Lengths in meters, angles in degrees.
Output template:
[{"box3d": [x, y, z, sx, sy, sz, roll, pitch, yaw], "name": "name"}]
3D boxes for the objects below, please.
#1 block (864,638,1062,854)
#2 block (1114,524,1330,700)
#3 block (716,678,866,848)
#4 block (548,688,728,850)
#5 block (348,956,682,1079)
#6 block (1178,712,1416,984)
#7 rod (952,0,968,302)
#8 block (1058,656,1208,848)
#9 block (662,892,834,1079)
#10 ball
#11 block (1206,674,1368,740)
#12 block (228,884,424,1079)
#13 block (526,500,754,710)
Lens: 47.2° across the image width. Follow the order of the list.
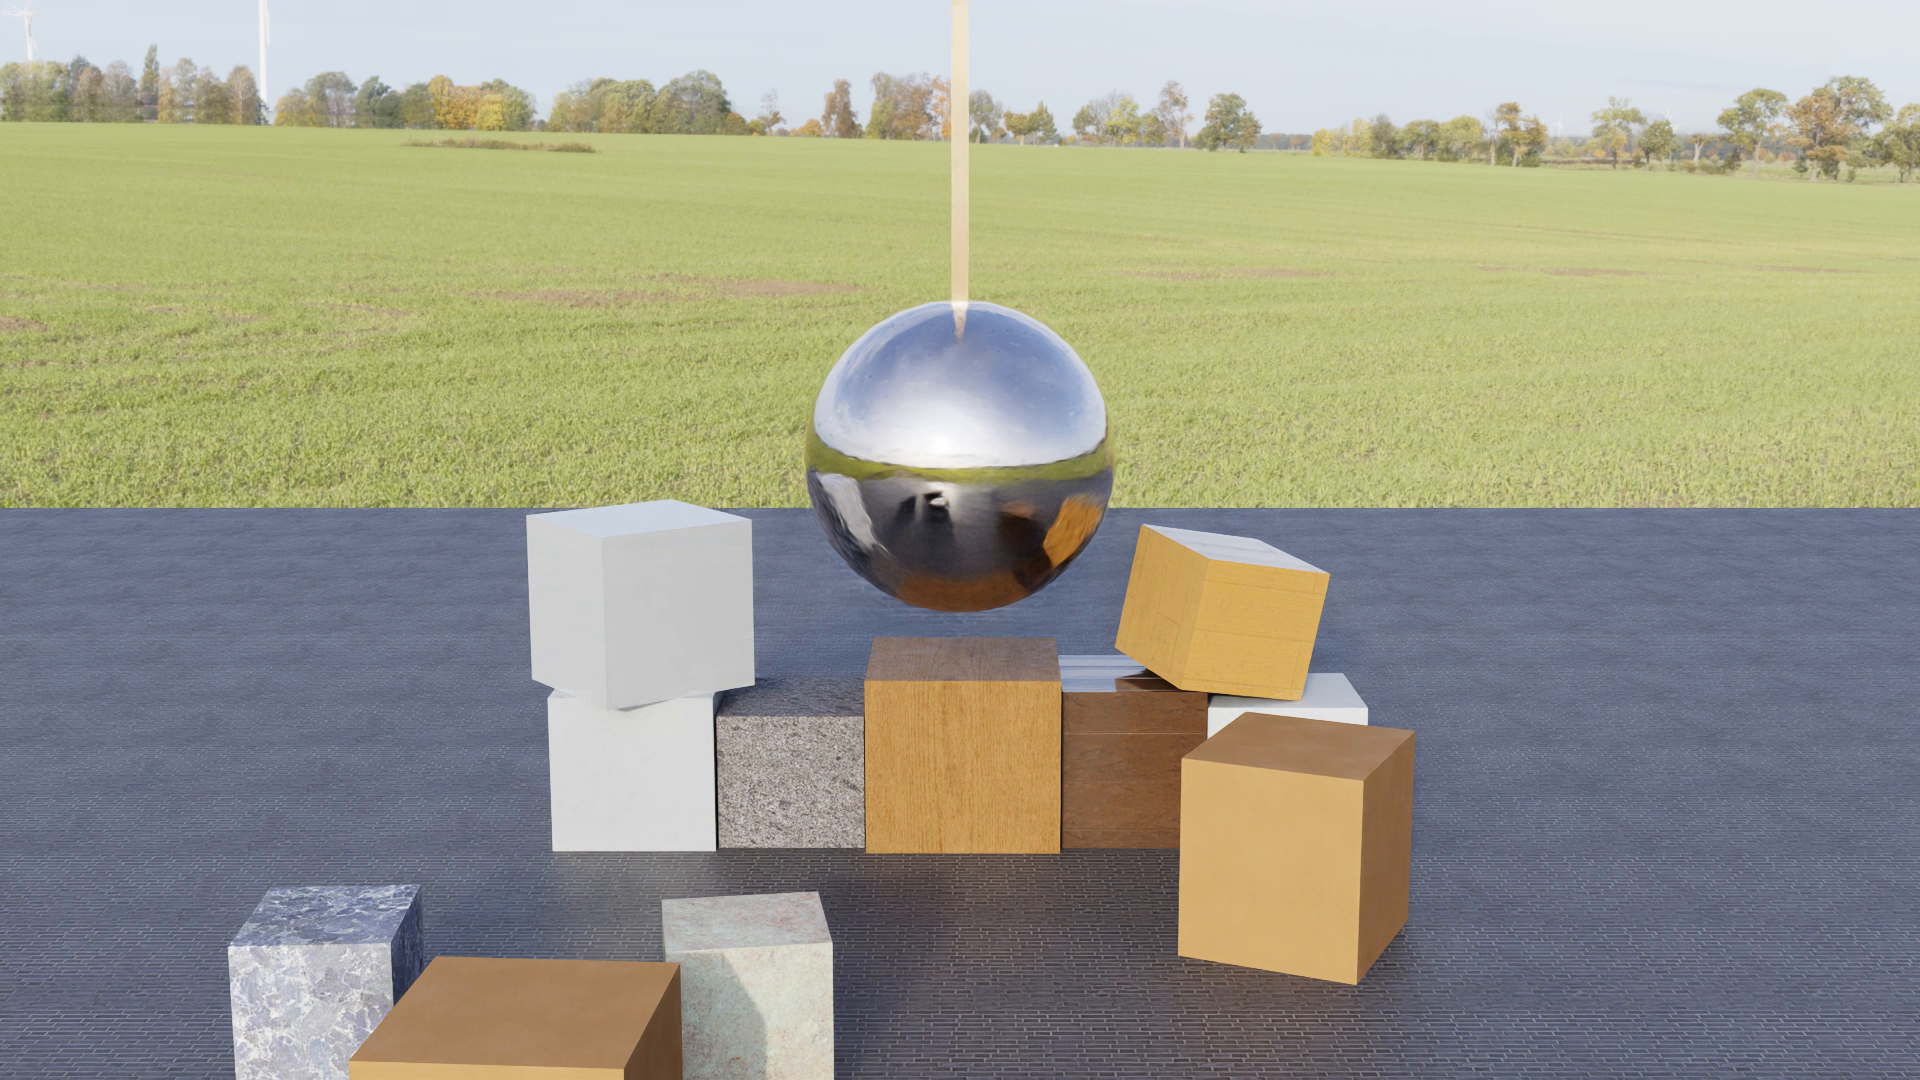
[{"box3d": [0.020, 1.042, 11.367, 0.969, 0.883, 0.965, 0, 10, 1], "name": "block"}, {"box3d": [1.331, 0.365, 11.248, 0.700, 0.667, 0.746, 7, 11, -24], "name": "block"}, {"box3d": [-0.846, 1.141, 11.393, 0.733, 0.679, 0.804, 0, 10, 0], "name": "block"}, {"box3d": [-1.630, 1.087, 11.389, 0.815, 0.787, 0.923, 0, 10, 0], "name": "block"}, {"box3d": [-1.407, 1.878, 7.157, 0.848, 0.744, 0.875, 1, 10, 4], "name": "block"}, {"box3d": [1.498, 1.335, 9.735, 0.796, 0.891, 0.871, 5, 11, 25], "name": "block"}, {"box3d": [0.000, -3.755, 10.567, 0.080, 5.200, 0.080, 0, 12, 0], "name": "rod"}, {"box3d": [0.870, 1.081, 11.367, 0.718, 0.807, 0.791, 0, 10, 0], "name": "block"}, {"box3d": [-0.806, 1.732, 8.287, 0.602, 0.627, 0.560, -2, 10, -9], "name": "block"}, {"box3d": [0.000, -0.427, 11.262, 1.600, 1.600, 1.600, 0, 10, 0], "name": "ball"}, {"box3d": [1.638, 1.123, 11.403, 0.799, 0.711, 0.730, 0, 10, 0], "name": "block"}, {"box3d": [-2.387, 1.720, 8.367, 0.581, 0.621, 0.645, -1, 10, -4], "name": "block"}, {"box3d": [-1.615, 0.304, 11.118, 0.839, 0.850, 0.797, -8, 13, -37], "name": "block"}]
